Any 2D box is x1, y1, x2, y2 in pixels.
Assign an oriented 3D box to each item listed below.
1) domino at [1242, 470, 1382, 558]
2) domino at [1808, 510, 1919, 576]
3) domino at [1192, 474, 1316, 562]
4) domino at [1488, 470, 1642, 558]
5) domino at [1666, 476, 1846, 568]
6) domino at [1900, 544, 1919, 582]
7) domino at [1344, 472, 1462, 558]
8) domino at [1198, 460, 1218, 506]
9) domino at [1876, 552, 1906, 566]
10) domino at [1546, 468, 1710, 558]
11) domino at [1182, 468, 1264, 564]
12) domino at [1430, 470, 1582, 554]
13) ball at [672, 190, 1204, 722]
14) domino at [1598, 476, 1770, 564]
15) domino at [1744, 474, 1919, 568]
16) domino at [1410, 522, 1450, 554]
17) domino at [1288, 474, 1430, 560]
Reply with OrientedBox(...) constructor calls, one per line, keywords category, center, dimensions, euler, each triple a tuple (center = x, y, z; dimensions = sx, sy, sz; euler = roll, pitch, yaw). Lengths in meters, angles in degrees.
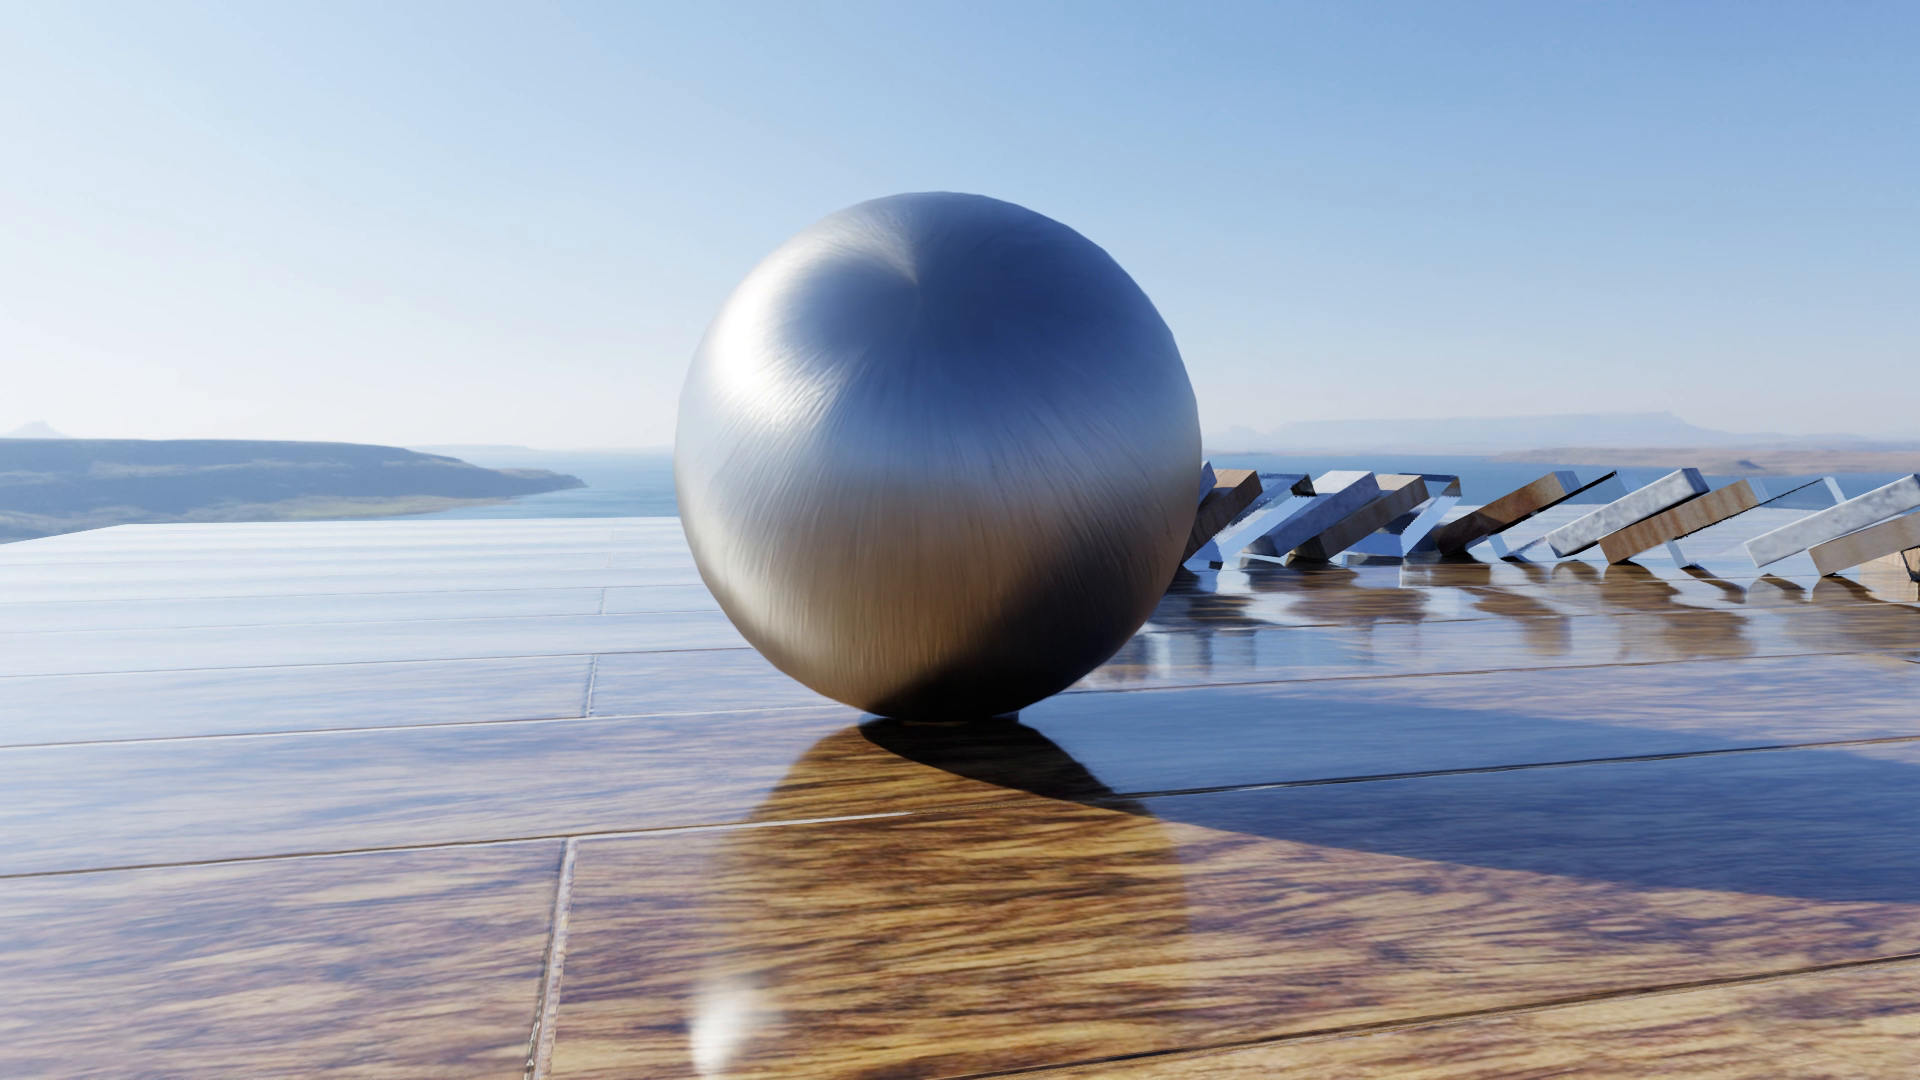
OrientedBox(category="domino", center=(0.131, -0.010, 0.485), dimensions=(0.050, 0.010, 0.025), euler=(-30, 13, -16))
OrientedBox(category="domino", center=(0.300, -0.003, 0.406), dimensions=(0.050, 0.009, 0.025), euler=(-29, -15, 38))
OrientedBox(category="domino", center=(0.107, -0.009, 0.481), dimensions=(0.050, 0.009, 0.025), euler=(-32, 18, -23))
OrientedBox(category="domino", center=(0.224, -0.010, 0.474), dimensions=(0.050, 0.009, 0.025), euler=(-34, -18, 36))
OrientedBox(category="domino", center=(0.269, -0.006, 0.434), dimensions=(0.050, 0.009, 0.025), euler=(-32, -17, 37))
OrientedBox(category="domino", center=(0.319, 0.000, 0.393), dimensions=(0.050, 0.009, 0.025), euler=(-22, -10, 37))
OrientedBox(category="domino", center=(0.173, -0.011, 0.504), dimensions=(0.025, 0.009, 0.050), euler=(7, 33, 46))
OrientedBox(category="domino", center=(0.070, -0.010, 0.464), dimensions=(0.025, 0.009, 0.050), euler=(-1, 35, 44))
OrientedBox(category="domino", center=(0.344, 0.004, 0.455), dimensions=(0.025, 0.009, 0.050), euler=(1, 4, 16))
OrientedBox(category="domino", center=(0.239, -0.009, 0.460), dimensions=(0.050, 0.009, 0.025), euler=(-34, -18, 36))
OrientedBox(category="domino", center=(0.086, -0.009, 0.473), dimensions=(0.050, 0.009, 0.025), euler=(-38, 25, -30))
OrientedBox(category="domino", center=(0.208, -0.010, 0.487), dimensions=(0.050, 0.009, 0.025), euler=(-33, -18, 37))
OrientedBox(category="ball", center=(-0.003, -0.012, 0.197), dimensions=(0.080, 0.080, 0.080), euler=(0, 4, 0))
OrientedBox(category="domino", center=(0.253, -0.007, 0.448), dimensions=(0.050, 0.009, 0.025), euler=(-31, -16, 37))
OrientedBox(category="domino", center=(0.286, -0.006, 0.418), dimensions=(0.050, 0.009, 0.025), euler=(-32, -17, 37))
OrientedBox(category="domino", center=(0.186, -0.002, 0.526), dimensions=(0.025, 0.010, 0.050), euler=(4, 6, 43))
OrientedBox(category="domino", center=(0.150, -0.009, 0.489), dimensions=(0.050, 0.010, 0.025), euler=(-29, 13, -15))
